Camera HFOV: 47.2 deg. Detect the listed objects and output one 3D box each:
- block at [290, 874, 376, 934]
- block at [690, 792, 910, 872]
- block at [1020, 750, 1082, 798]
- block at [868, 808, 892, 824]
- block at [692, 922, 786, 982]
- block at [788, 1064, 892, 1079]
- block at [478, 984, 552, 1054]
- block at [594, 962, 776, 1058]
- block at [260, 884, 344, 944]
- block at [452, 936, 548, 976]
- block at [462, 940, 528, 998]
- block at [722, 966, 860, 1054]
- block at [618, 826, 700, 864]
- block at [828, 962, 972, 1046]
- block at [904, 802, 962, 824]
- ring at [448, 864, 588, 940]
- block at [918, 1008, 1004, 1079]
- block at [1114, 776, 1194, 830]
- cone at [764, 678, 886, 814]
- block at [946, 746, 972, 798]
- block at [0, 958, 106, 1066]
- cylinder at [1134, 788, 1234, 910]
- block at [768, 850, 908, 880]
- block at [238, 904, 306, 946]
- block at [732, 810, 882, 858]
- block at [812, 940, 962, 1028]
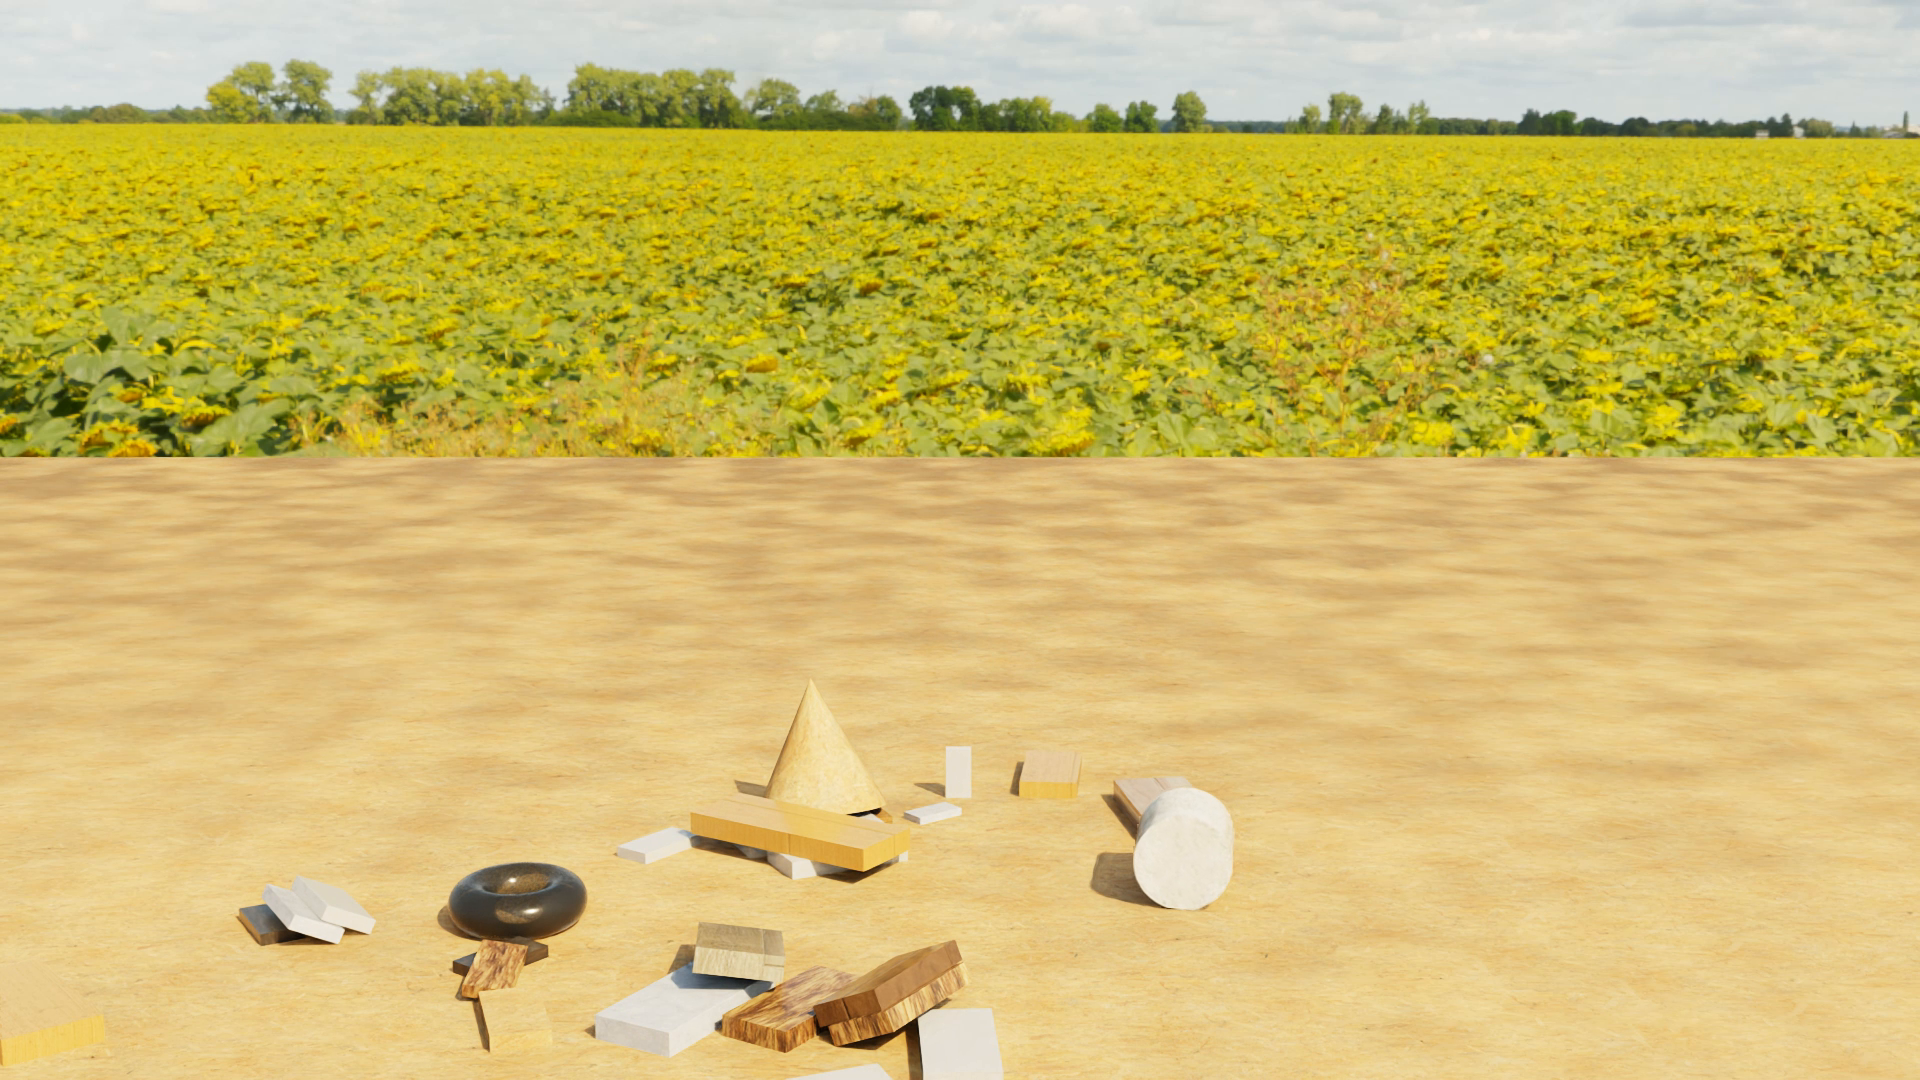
[{"bbox_3d":[-1.007,0.585,3.530,0.085,0.024,0.170,26,-6,-33],"label":"block"},{"bbox_3d":[-0.281,0.507,3.838,0.375,0.039,0.138,7,13,32],"label":"block"},{"bbox_3d":[0.179,0.457,4.301,0.109,0.031,0.219,1,11,6],"label":"block"},{"bbox_3d":[-0.165,0.508,4.073,0.049,0.014,0.097,-4,11,-23],"label":"block"},{"bbox_3d":[-0.328,0.610,3.265,0.129,0.036,0.257,7,-3,-6],"label":"block"},{"bbox_3d":[-0.190,0.729,2.835,0.222,0.031,0.111,-5,11,-23],"label":"block"},{"bbox_3d":[-0.633,0.679,3.123,0.085,0.024,0.170,-3,11,-17],"label":"block"},{"bbox_3d":[-0.391,0.667,3.157,0.129,0.036,0.257,6,12,29],"label":"block"},{"bbox_3d":[-1.044,0.592,3.490,0.085,0.024,0.170,26,-5,-32],"label":"block"},{"bbox_3d":[-0.700,0.639,3.354,0.066,0.019,0.132,8,13,37],"label":"block"},{"bbox_3d":[-0.691,0.640,3.270,0.069,0.020,0.138,9,17,-2],"label":"block"},{"bbox_3d":[-0.227,0.670,3.152,0.111,0.031,0.222,7,12,32],"label":"block"},{"bbox_3d":[-0.532,0.540,3.887,0.069,0.020,0.138,8,13,36],"label":"block"},{"bbox_3d":[-0.083,0.657,3.117,0.105,0.030,0.211,-22,-2,32],"label":"block"},{"bbox_3d":[-0.051,0.507,4.079,0.097,0.014,0.049,-9,14,-39],"label":"block"},{"bbox_3d":[-0.709,0.579,3.530,0.221,0.074,0.221,0,12,0],"label":"ring"},{"bbox_3d":[-0.002,0.697,3.010,0.105,0.030,0.211,-1,11,-3],"label":"block"},{"bbox_3d":[0.382,0.498,4.060,0.138,0.039,0.275,-2,11,-9],"label":"block"},{"bbox_3d":[-0.265,0.374,4.049,0.242,0.242,0.242,-5,0,0],"label":"cone"},{"bbox_3d":[-0.003,0.443,4.195,0.049,0.097,0.014,0,11,0],"label":"block"},{"bbox_3d":[-1.337,0.670,3.131,0.138,0.039,0.275,-9,14,-40],"label":"block"},{"bbox_3d":[0.374,0.512,3.653,0.160,0.160,0.160,1,11,8],"label":"cylinder"},{"bbox_3d":[-0.213,0.544,3.831,0.219,0.031,0.109,-5,12,-27],"label":"block"},{"bbox_3d":[-1.097,0.611,3.504,0.069,0.020,0.138,-6,12,-31],"label":"block"},{"bbox_3d":[-0.275,0.523,3.944,0.256,0.031,0.109,-5,12,-25],"label":"block"},{"bbox_3d":[-0.101,0.632,3.140,0.111,0.031,0.222,-22,-2,31],"label":"block"}]
